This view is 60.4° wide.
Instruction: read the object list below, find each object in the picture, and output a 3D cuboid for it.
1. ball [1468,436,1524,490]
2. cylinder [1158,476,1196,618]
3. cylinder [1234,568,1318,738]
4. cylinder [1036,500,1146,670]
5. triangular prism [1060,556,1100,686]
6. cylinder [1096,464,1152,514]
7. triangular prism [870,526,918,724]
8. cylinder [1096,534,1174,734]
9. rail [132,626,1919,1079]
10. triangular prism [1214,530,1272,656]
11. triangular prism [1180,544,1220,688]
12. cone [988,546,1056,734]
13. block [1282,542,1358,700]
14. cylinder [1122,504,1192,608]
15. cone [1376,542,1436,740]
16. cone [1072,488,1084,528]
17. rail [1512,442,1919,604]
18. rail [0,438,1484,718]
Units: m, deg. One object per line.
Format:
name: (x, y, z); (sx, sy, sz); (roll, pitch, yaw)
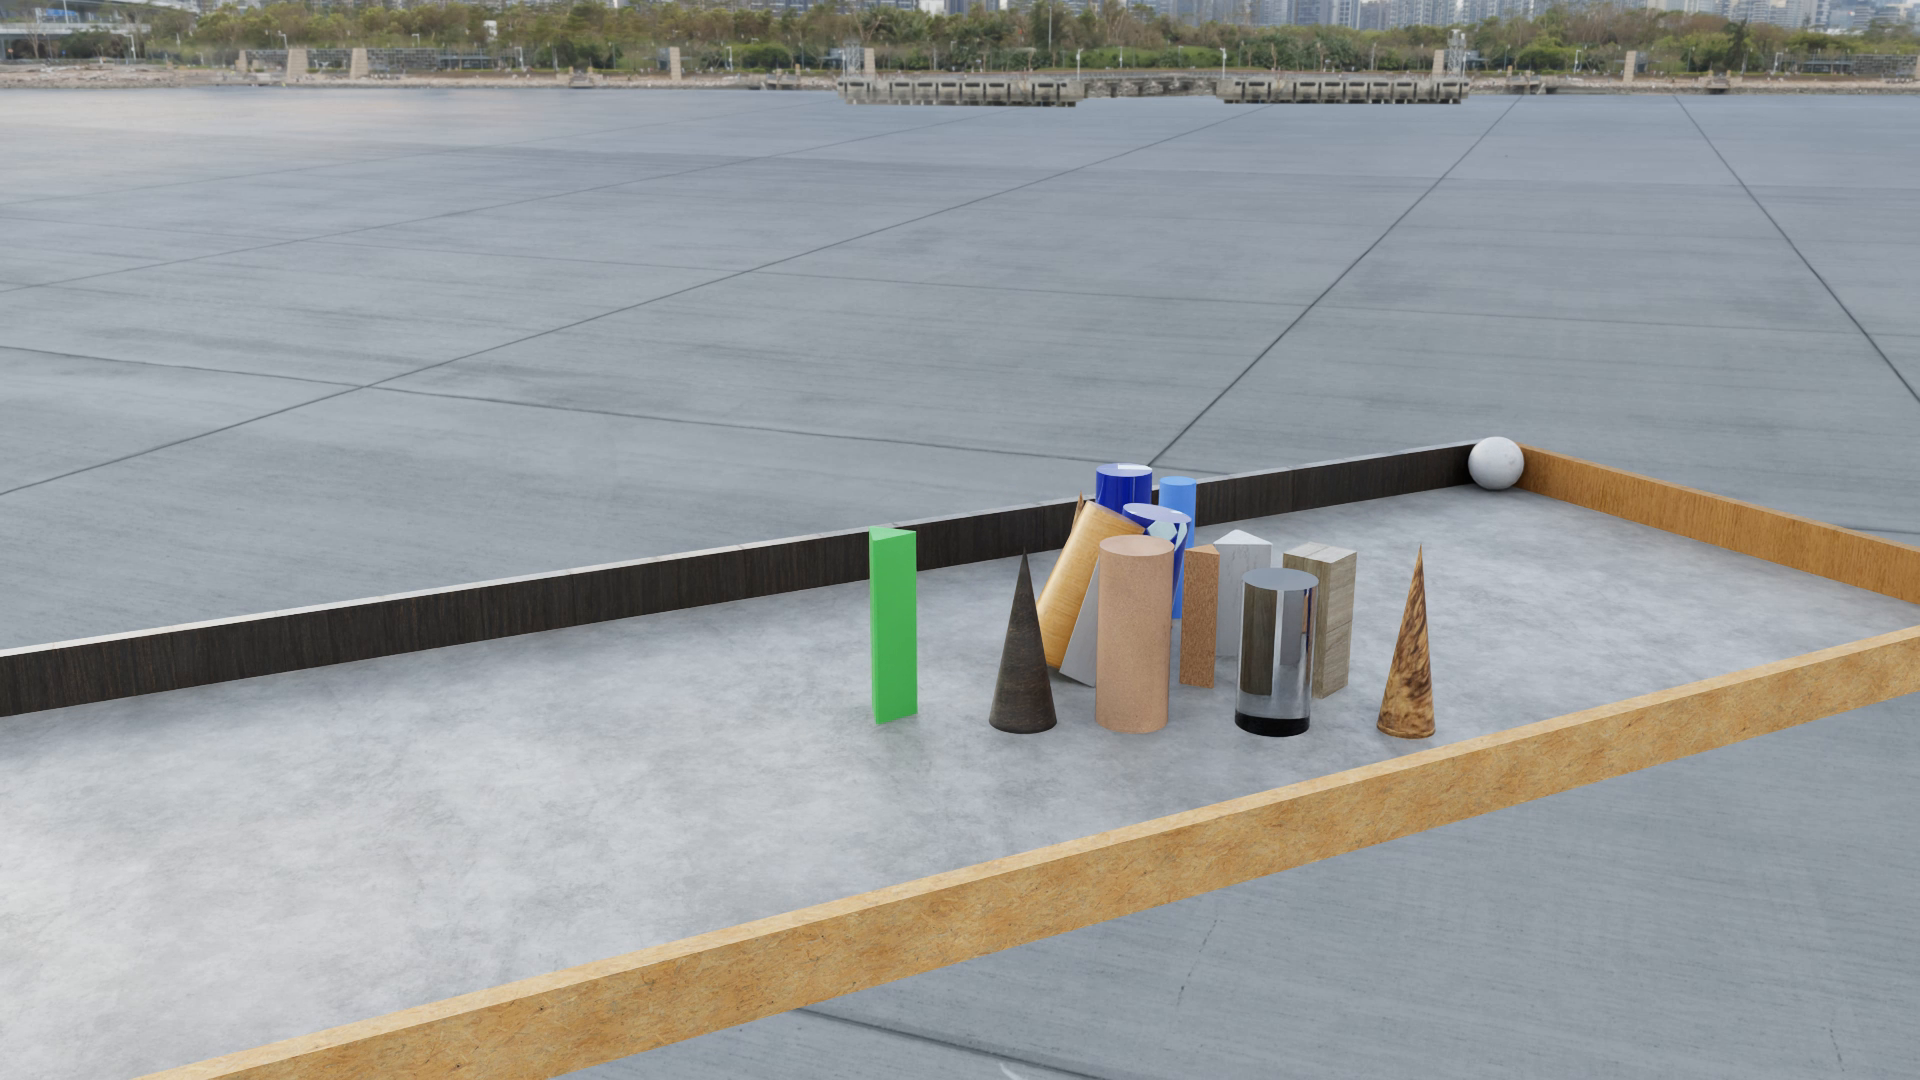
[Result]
ball: (1.934, -0.276, 5.952); (0.194, 0.194, 0.194); (0, 16, 0)
cylinder: (0.601, 0.021, 4.601); (0.102, 0.384, 0.102); (0, 16, 0)
cylinder: (0.736, 0.260, 3.840); (0.174, 0.356, 0.174); (0, 16, 0)
cylinder: (0.306, 0.118, 4.182); (0.164, 0.405, 0.164); (25, 8, -4)
triangular prism: (0.359, 0.179, 4.111); (0.097, 0.357, 0.084); (23, 16, 18)
cylinder: (0.476, -0.032, 4.828); (0.163, 0.358, 0.163); (0, 16, 0)
triangular prism: (-0.180, 0.196, 3.890); (0.118, 0.451, 0.102); (-12, 20, -36)
cylinder: (0.406, 0.218, 3.849); (0.172, 0.430, 0.172); (0, 16, 0)
rail: (-2.336, 1.006, 1.665); (12.000, 0.150, 0.050); (-9, 18, -27)
triangular prism: (0.730, 0.138, 4.344); (0.151, 0.306, 0.130); (1, 16, 2)
triangular prism: (0.606, 0.187, 4.101); (0.087, 0.349, 0.076); (8, 18, 25)
cone: (0.149, 0.218, 3.840); (0.162, 0.435, 0.162); (0, 16, 0)
block: (0.878, 0.197, 4.068); (0.130, 0.348, 0.130); (14, 21, 39)
cylinder: (0.481, 0.103, 4.319); (0.179, 0.362, 0.179); (9, 15, -2)
cone: (1.043, 0.222, 3.795); (0.134, 0.453, 0.134); (0, 16, 0)
cone: (0.333, 0.035, 4.586); (0.152, 0.367, 0.152); (0, 16, 0)
rail: (2.466, -0.048, 5.253); (0.050, 0.150, 2.100); (-9, 18, -27)
rail: (-3.305, 0.497, 3.399); (12.000, 0.150, 0.050); (-9, 18, -27)
